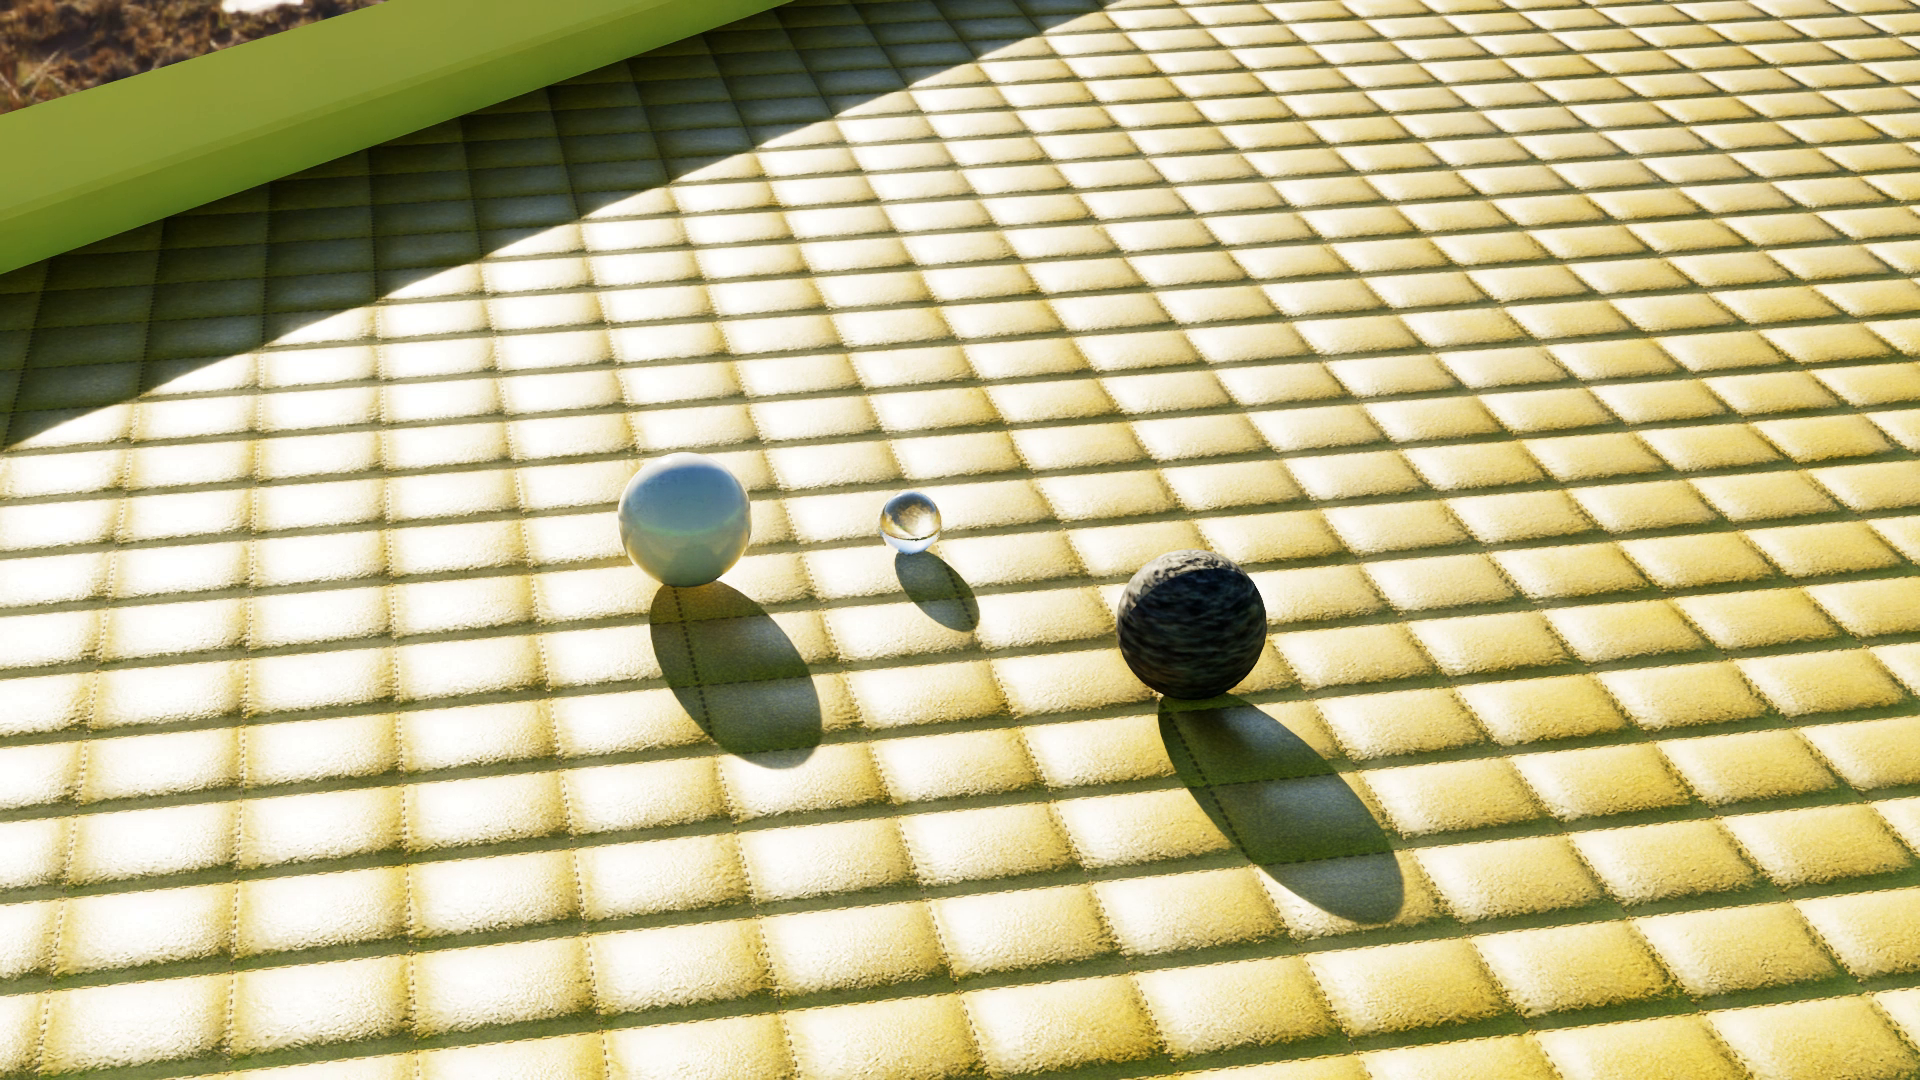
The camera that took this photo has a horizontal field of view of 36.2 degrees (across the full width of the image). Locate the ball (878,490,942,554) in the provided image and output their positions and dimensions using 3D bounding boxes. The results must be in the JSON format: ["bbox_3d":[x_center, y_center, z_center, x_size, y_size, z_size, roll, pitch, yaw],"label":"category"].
[{"bbox_3d":[-0.033,-0.012,1.921,0.041,0.041,0.041,0,25,0],"label":"ball"}]

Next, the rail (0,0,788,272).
[{"bbox_3d":[-0.326,-0.551,2.996,0.045,0.128,3.498,16,29,30],"label":"rail"}]

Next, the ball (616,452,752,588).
[{"bbox_3d":[-0.175,-0.013,1.870,0.086,0.086,0.086,0,25,0],"label":"ball"}]

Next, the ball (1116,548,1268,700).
[{"bbox_3d":[0.136,0.050,1.730,0.089,0.089,0.089,0,25,0],"label":"ball"}]
